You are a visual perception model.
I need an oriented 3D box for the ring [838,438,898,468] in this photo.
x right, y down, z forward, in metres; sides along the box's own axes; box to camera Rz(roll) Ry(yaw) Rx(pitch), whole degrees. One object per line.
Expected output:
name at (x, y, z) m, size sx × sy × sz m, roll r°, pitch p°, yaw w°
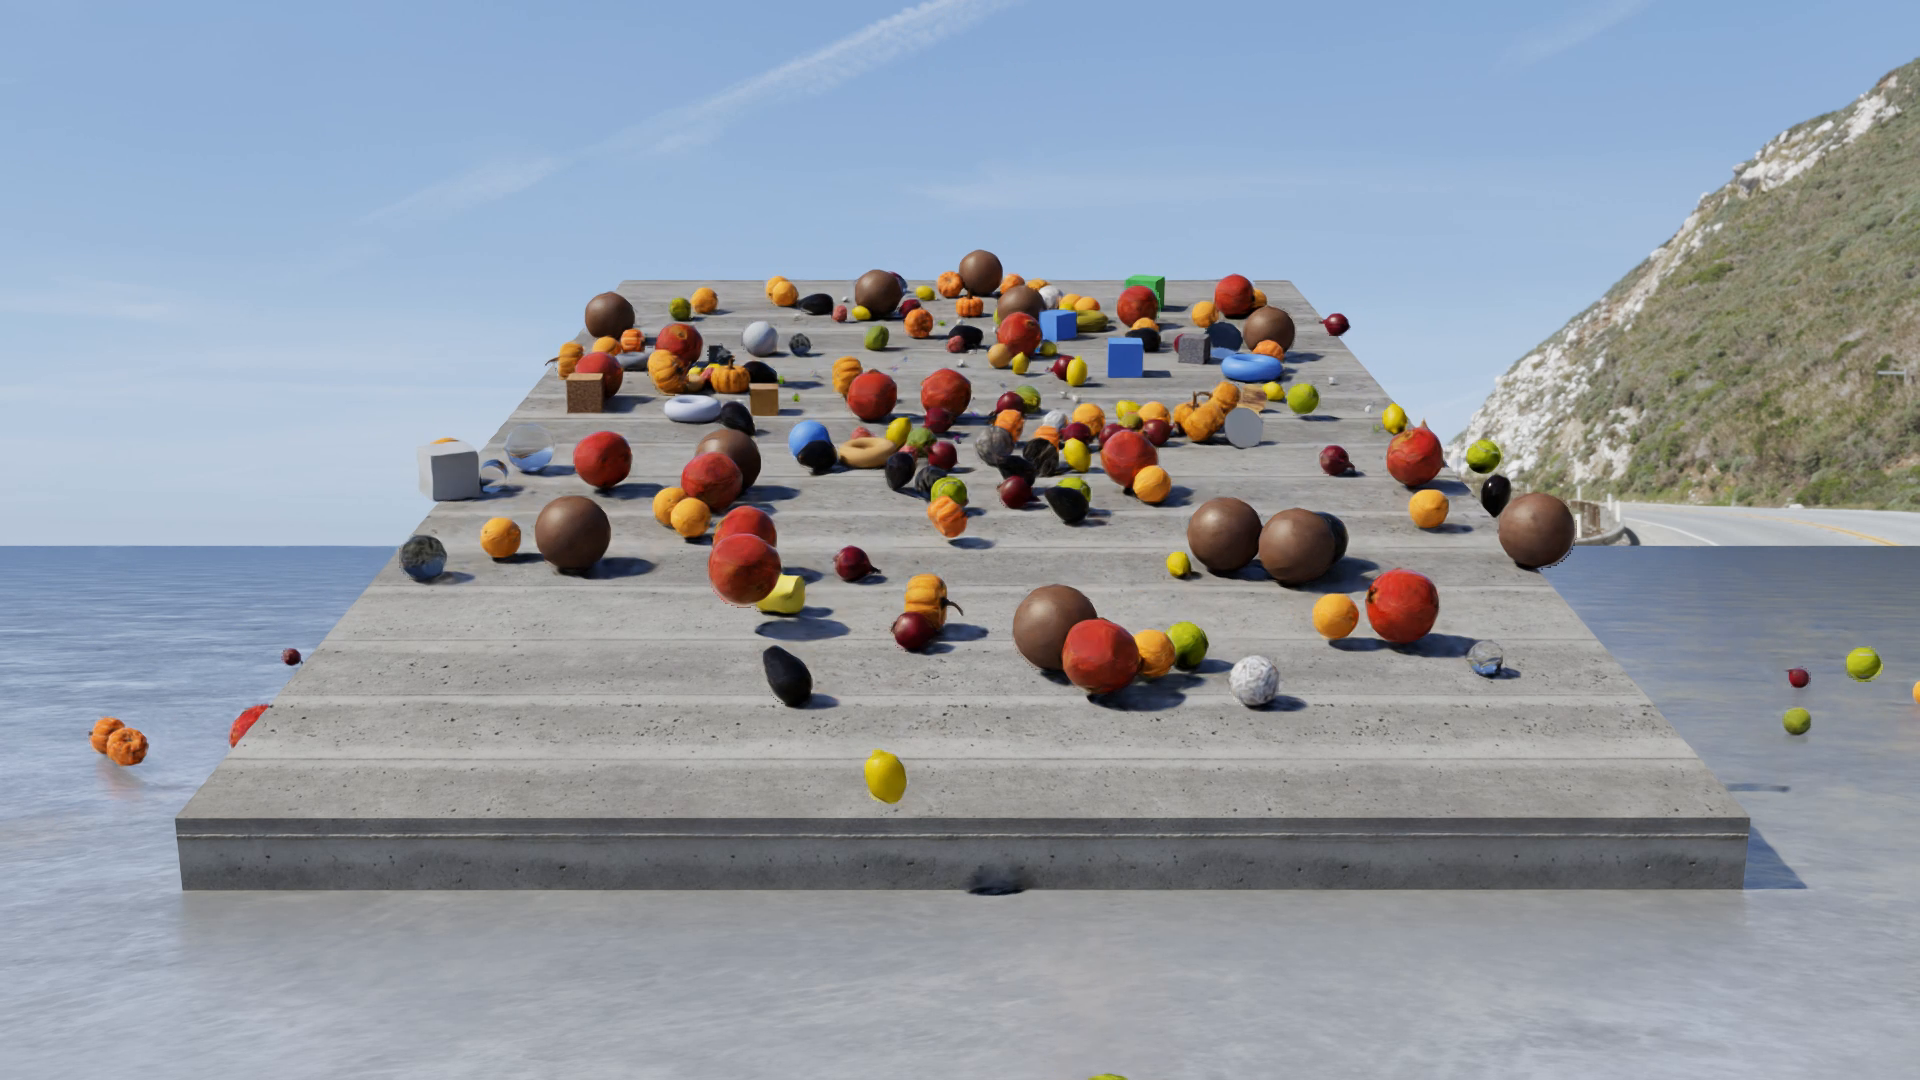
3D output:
ring at (-0.188, -0.179, 4.535) m, size 0.124 × 0.041 × 0.124 m, roll -3°, pitch 19°, yaw 1°

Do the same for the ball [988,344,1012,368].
ball at (0.098, -0.452, 5.429) m, size 0.060 × 0.060 × 0.060 m, roll 0°, pitch 0°, yaw 0°

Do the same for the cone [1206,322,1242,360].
cone at (0.663, -0.490, 5.587) m, size 0.097 × 0.097 × 0.097 m, roll 0°, pitch -10°, yaw 7°

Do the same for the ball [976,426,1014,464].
ball at (0.071, -0.194, 4.521) m, size 0.079 × 0.079 × 0.079 m, roll 0°, pitch 0°, yaw 0°

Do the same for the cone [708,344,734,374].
cone at (-0.586, -0.419, 5.290) m, size 0.067 × 0.067 × 0.067 m, roll 0°, pitch -42°, yaw -47°

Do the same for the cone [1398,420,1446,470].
cone at (0.944, -0.202, 4.519) m, size 0.097 × 0.097 × 0.097 m, roll 0°, pitch 16°, yaw 0°

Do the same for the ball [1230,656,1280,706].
ball at (0.425, 0.203, 3.192) m, size 0.072 × 0.072 × 0.072 m, roll 0°, pitch 0°, yaw 0°

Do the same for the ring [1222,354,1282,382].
ring at (0.702, -0.414, 5.326) m, size 0.145 × 0.048 × 0.145 m, roll 1°, pitch 16°, yaw 0°

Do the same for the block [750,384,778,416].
block at (-0.437, -0.314, 4.956) m, size 0.062 × 0.062 × 0.062 m, roll -1°, pitch 16°, yaw -4°

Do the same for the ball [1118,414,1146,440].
ball at (0.365, -0.241, 4.715) m, size 0.059 × 0.059 × 0.059 m, roll 0°, pitch 0°, yaw 0°

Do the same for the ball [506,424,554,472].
ball at (-0.867, -0.186, 4.460) m, size 0.097 × 0.097 × 0.097 m, roll 0°, pitch 0°, yaw 0°

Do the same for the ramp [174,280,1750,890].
ramp at (-0.002, -0.166, 4.742) m, size 2.000 × 0.100 × 4.000 m, roll 0°, pitch 16°, yaw 0°

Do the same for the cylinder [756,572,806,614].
cylinder at (-0.292, 0.087, 3.596) m, size 0.062 × 0.062 × 0.062 m, roll 6°, pitch 2°, yaw 16°

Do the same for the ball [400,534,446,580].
ball at (-0.913, 0.030, 3.765) m, size 0.077 × 0.077 × 0.077 m, roll 0°, pitch 0°, yaw 0°

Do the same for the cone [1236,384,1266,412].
cone at (0.660, -0.310, 5.000) m, size 0.070 × 0.070 × 0.070 m, roll 0°, pitch -10°, yaw 12°

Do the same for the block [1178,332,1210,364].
block at (0.583, -0.475, 5.502) m, size 0.064 × 0.064 × 0.064 m, roll 6°, pitch 17°, yaw 19°

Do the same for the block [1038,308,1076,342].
block at (0.254, -0.562, 5.784) m, size 0.069 × 0.069 × 0.069 m, roll -13°, pitch 21°, yaw -38°

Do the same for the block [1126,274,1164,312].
block at (0.517, -0.690, 6.188) m, size 0.087 × 0.087 × 0.087 m, roll 7°, pitch 18°, yaw 21°

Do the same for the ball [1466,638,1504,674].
ball at (0.788, 0.175, 3.319) m, size 0.053 × 0.053 × 0.053 m, roll 0°, pitch 0°, yaw 0°

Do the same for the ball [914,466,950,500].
ball at (-0.054, -0.110, 4.258) m, size 0.066 × 0.066 × 0.066 m, roll 0°, pitch 0°, yaw 0°

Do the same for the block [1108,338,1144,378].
block at (0.399, -0.441, 5.354) m, size 0.082 × 0.082 × 0.082 m, roll 1°, pitch 16°, yaw 2°

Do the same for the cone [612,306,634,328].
cone at (-0.902, -0.591, 5.951) m, size 0.062 × 0.062 × 0.062 m, roll 0°, pitch -10°, yaw -3°

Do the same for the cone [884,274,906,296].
cone at (-0.182, -0.720, 6.390) m, size 0.065 × 0.065 × 0.065 m, roll 0°, pitch -27°, yaw 12°

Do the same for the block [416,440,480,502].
block at (-0.991, -0.133, 4.290) m, size 0.092 × 0.092 × 0.092 m, roll -9°, pitch 19°, yaw -29°

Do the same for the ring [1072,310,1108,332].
ring at (0.332, -0.585, 5.912) m, size 0.128 × 0.043 × 0.128 m, roll 0°, pitch 18°, yaw 0°

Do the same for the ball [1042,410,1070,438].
ball at (0.206, -0.250, 4.748) m, size 0.057 × 0.057 × 0.057 m, roll 0°, pitch 0°, yaw 0°

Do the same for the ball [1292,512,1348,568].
ball at (0.625, -0.001, 3.839) m, size 0.096 × 0.096 × 0.096 m, roll 0°, pitch 0°, yaw 0°

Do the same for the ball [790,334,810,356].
ball at (-0.403, -0.491, 5.569) m, size 0.054 × 0.054 × 0.054 m, roll 0°, pitch 0°, yaw 0°

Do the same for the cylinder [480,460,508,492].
cylinder at (-0.914, -0.125, 4.330) m, size 0.054 × 0.054 × 0.054 m, roll 0°, pitch 16°, yaw -5°

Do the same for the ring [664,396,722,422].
ring at (-0.592, -0.291, 4.914) m, size 0.128 × 0.043 × 0.128 m, roll 1°, pitch 17°, yaw 0°

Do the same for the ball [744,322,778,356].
ball at (-0.469, -0.473, 5.207) m, size 0.082 × 0.082 × 0.082 m, roll 0°, pitch 0°, yaw 0°

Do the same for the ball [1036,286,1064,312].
ball at (0.248, -0.660, 6.096) m, size 0.082 × 0.082 × 0.082 m, roll 0°, pitch 0°, yaw 0°

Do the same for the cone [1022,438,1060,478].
cone at (0.144, -0.156, 4.467) m, size 0.083 × 0.083 × 0.083 m, roll 0°, pitch -12°, yaw -27°

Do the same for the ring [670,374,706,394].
ring at (-0.637, -0.365, 5.179) m, size 0.084 × 0.028 × 0.084 m, roll -6°, pitch 23°, yaw 2°

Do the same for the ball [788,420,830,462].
ball at (-0.309, -0.203, 4.536) m, size 0.085 × 0.085 × 0.085 m, roll 0°, pitch 0°, yaw 0°

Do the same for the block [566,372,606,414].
block at (-0.843, -0.331, 4.988) m, size 0.076 × 0.076 × 0.076 m, roll -1°, pitch 16°, yaw -3°

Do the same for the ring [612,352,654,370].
ring at (-0.800, -0.438, 5.422) m, size 0.103 × 0.034 × 0.103 m, roll 0°, pitch 14°, yaw 0°
